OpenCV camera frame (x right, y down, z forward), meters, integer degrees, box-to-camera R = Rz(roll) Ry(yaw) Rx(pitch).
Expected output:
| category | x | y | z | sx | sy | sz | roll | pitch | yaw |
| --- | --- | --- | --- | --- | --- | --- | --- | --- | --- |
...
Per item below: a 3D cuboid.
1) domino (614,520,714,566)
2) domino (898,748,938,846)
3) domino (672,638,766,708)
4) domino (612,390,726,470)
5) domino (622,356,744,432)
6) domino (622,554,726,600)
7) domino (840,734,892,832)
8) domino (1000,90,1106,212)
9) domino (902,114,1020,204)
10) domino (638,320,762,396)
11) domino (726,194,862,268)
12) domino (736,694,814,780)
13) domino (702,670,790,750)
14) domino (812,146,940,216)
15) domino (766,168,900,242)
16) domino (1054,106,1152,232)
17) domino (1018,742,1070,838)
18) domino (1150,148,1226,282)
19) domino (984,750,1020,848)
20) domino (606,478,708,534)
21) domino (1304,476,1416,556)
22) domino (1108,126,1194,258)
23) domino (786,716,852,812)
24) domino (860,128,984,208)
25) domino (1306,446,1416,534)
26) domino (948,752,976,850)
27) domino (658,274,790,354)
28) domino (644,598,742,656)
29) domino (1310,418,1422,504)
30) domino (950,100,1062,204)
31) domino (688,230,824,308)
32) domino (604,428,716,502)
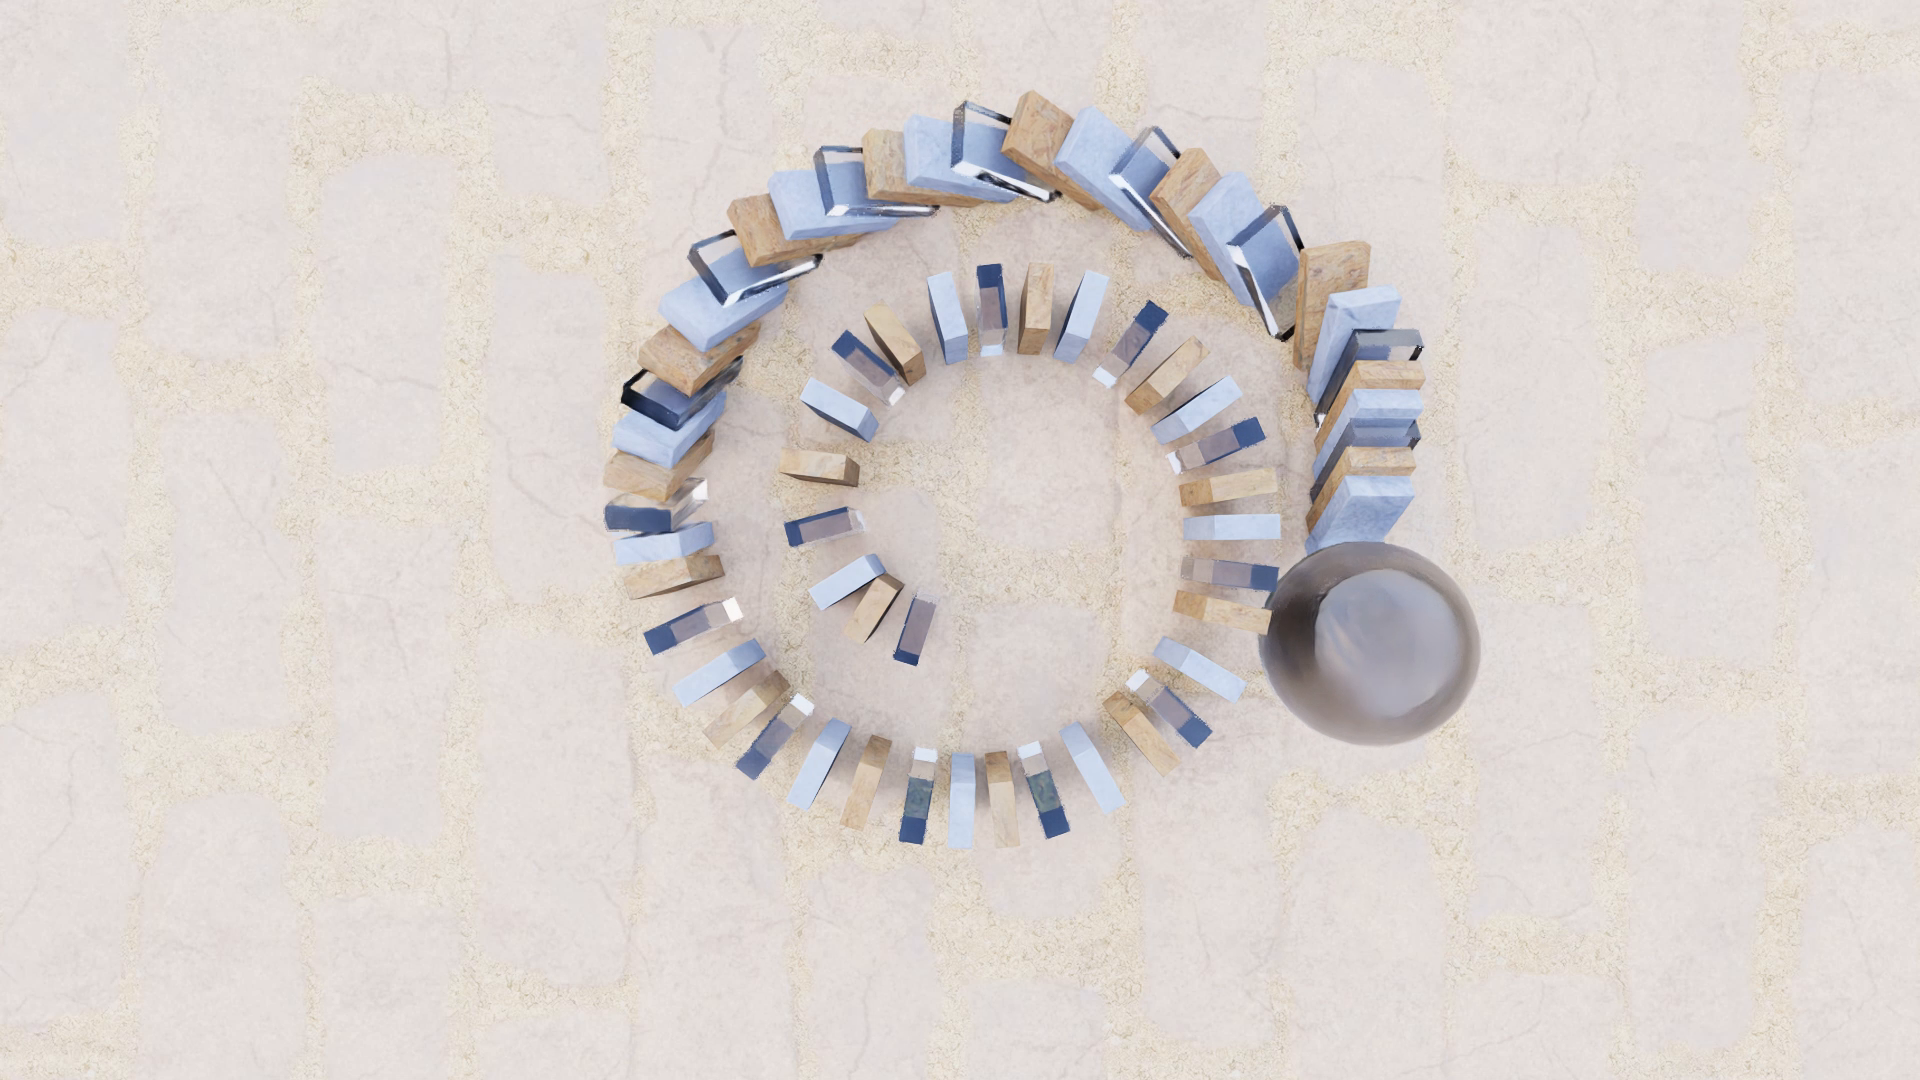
| category | x | y | z | sx | sy | sz | roll | pitch | yaw |
| --- | --- | --- | --- | --- | --- | --- | --- | --- | --- |
| domino | -0.120 | 0.001 | 0.375 | 0.025 | 0.050 | 0.009 | -7 | 96 | 0 |
| domino | -0.017 | 0.104 | 0.375 | 0.009 | 0.050 | 0.025 | 10 | 90 | 0 |
| domino | -0.097 | 0.054 | 0.375 | 0.025 | 0.050 | 0.010 | -33 | 90 | 0 |
| domino | -0.119 | -0.050 | 0.377 | 0.025 | 0.050 | 0.009 | 21 | 128 | 0 |
| domino | -0.114 | -0.067 | 0.379 | 0.025 | 0.050 | 0.009 | 28 | 133 | 0 |
| domino | -0.116 | 0.015 | 0.375 | 0.025 | 0.050 | 0.009 | -18 | 90 | 0 |
| domino | -0.038 | 0.098 | 0.375 | 0.010 | 0.050 | 0.025 | 18 | 90 | 0 |
| domino | 0.043 | -0.162 | 0.383 | 0.050 | 0.010 | 0.025 | 21 | 86 | -30 |
| domino | 0.001 | -0.158 | 0.382 | 0.050 | 0.009 | 0.025 | -3 | 87 | -32 |
| domino | -0.107 | -0.082 | 0.379 | 0.025 | 0.009 | 0.050 | 32 | 46 | 0 |
| domino | -0.068 | -0.132 | 0.383 | 0.050 | 0.010 | 0.025 | -24 | 90 | -32 |
| domino | -0.075 | 0.079 | 0.375 | 0.010 | 0.050 | 0.025 | 38 | 90 | 0 |
| domino | -0.086 | 0.068 | 0.375 | 0.025 | 0.050 | 0.010 | -41 | 90 | 0 |
| domino | -0.034 | -0.149 | 0.383 | 0.050 | 0.010 | 0.025 | -12 | 90 | -32 |
| domino | -0.052 | -0.141 | 0.383 | 0.050 | 0.010 | 0.025 | -19 | 89 | -32 |
| domino | 0.065 | -0.154 | 0.384 | 0.050 | 0.010 | 0.025 | 27 | 89 | -29 |
| domino | 0.034 | 0.101 | 0.375 | 0.009 | 0.050 | 0.025 | -19 | 90 | 0 |
| domino | 0.103 | -0.135 | 0.382 | 0.050 | 0.009 | 0.025 | 39 | 89 | -33 |
| domino | 0.017 | 0.105 | 0.375 | 0.009 | 0.050 | 0.025 | -7 | 90 | 0 |
| domino | -0.123 | -0.015 | 0.375 | 0.025 | 0.050 | 0.009 | 4 | 107 | 0 |
| domino | 0.163 | -0.008 | 0.376 | 0.025 | 0.050 | 0.010 | 0 | 58 | 0 |
| domino | 0.088 | -0.145 | 0.384 | 0.050 | 0.010 | 0.025 | 37 | 90 | -27 |
| domino | -0.057 | 0.090 | 0.375 | 0.010 | 0.050 | 0.025 | 26 | 90 | 0 |
| domino | -0.015 | -0.155 | 0.383 | 0.050 | 0.009 | 0.025 | -8 | 90 | -31 |
| domino | 0.163 | -0.019 | 0.376 | 0.025 | 0.050 | 0.010 | 0 | 58 | 0 |
| domino | 0.001 | 0.106 | 0.375 | 0.009 | 0.050 | 0.025 | 3 | 90 | 0 |
| domino | -0.097 | -0.100 | 0.381 | 0.025 | 0.010 | 0.050 | 42 | 52 | 0 |
| domino | -0.108 | 0.035 | 0.375 | 0.025 | 0.050 | 0.010 | -25 | 90 | 0 |
| domino | 0.165 | -0.030 | 0.376 | 0.025 | 0.050 | 0.009 | 0 | 58 | 0 |
| domino | 0.020 | -0.161 | 0.382 | 0.050 | 0.009 | 0.025 | 6 | 86 | -31 |
| domino | -0.085 | -0.118 | 0.382 | 0.050 | 0.010 | 0.025 | -36 | 90 | -34 |
| domino | -0.122 | -0.034 | 0.376 | 0.025 | 0.050 | 0.010 | 16 | 121 | 0 |
